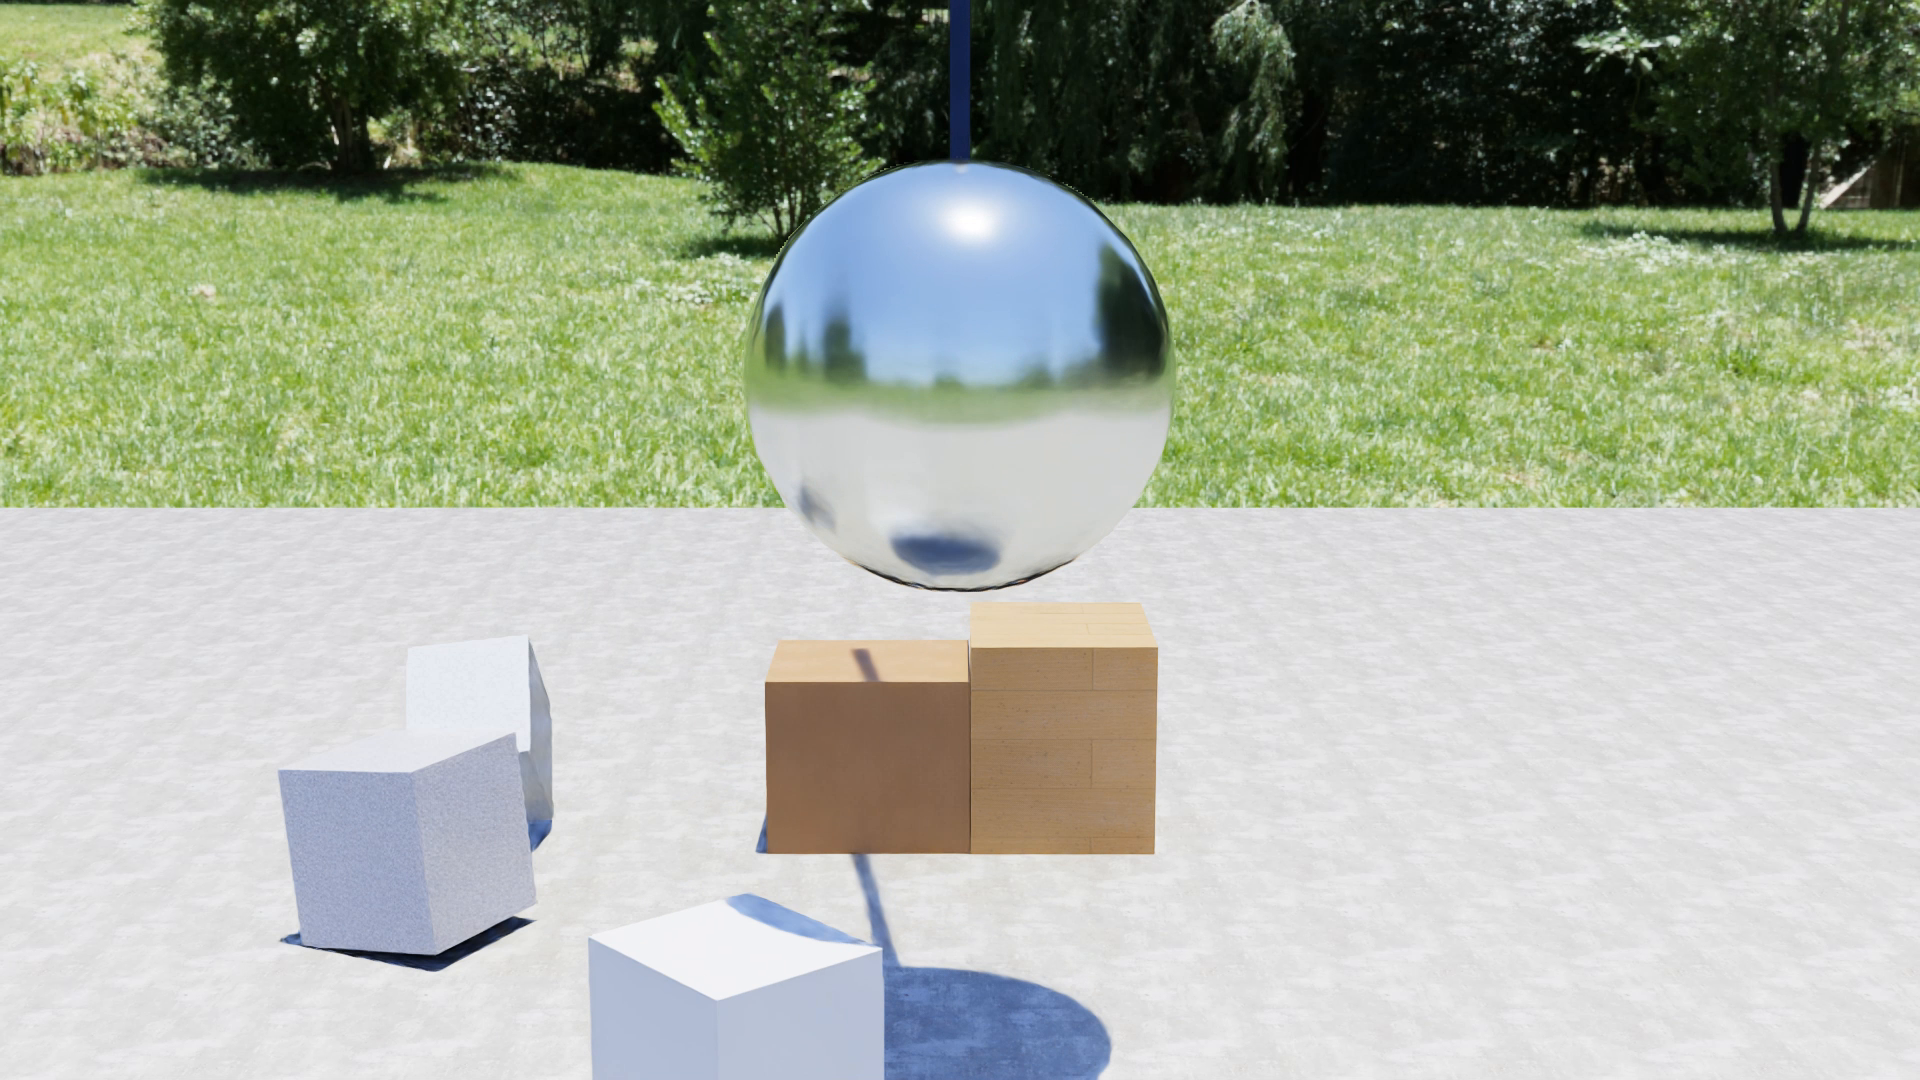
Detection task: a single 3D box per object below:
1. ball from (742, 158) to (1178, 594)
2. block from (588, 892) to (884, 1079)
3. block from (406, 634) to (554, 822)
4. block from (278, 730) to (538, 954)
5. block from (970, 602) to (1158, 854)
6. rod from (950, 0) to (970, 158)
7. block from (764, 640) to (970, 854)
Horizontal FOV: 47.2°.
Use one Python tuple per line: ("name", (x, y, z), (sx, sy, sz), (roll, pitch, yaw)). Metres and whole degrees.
("ball", (0.000, -0.602, 8.138), (1.600, 1.600, 1.600), (0, 10, 0))
("block", (-0.802, 1.772, 7.880), (0.713, 0.694, 0.799), (-9, 14, -41))
("block", (-2.442, 0.991, 11.219), (0.607, 0.711, 0.679), (-6, 55, -4))
("block", (-2.451, 1.328, 9.805), (0.745, 0.801, 0.716), (-2, 8, 26))
("block", (0.511, 0.951, 11.371), (0.917, 1.060, 1.052), (0, 10, 0))
("rod", (0.000, -3.828, 9.214), (0.080, 5.200, 0.080), (0, -18, 0))
("block", (-0.457, 1.049, 11.330), (1.010, 0.883, 0.918), (0, 10, 0))
